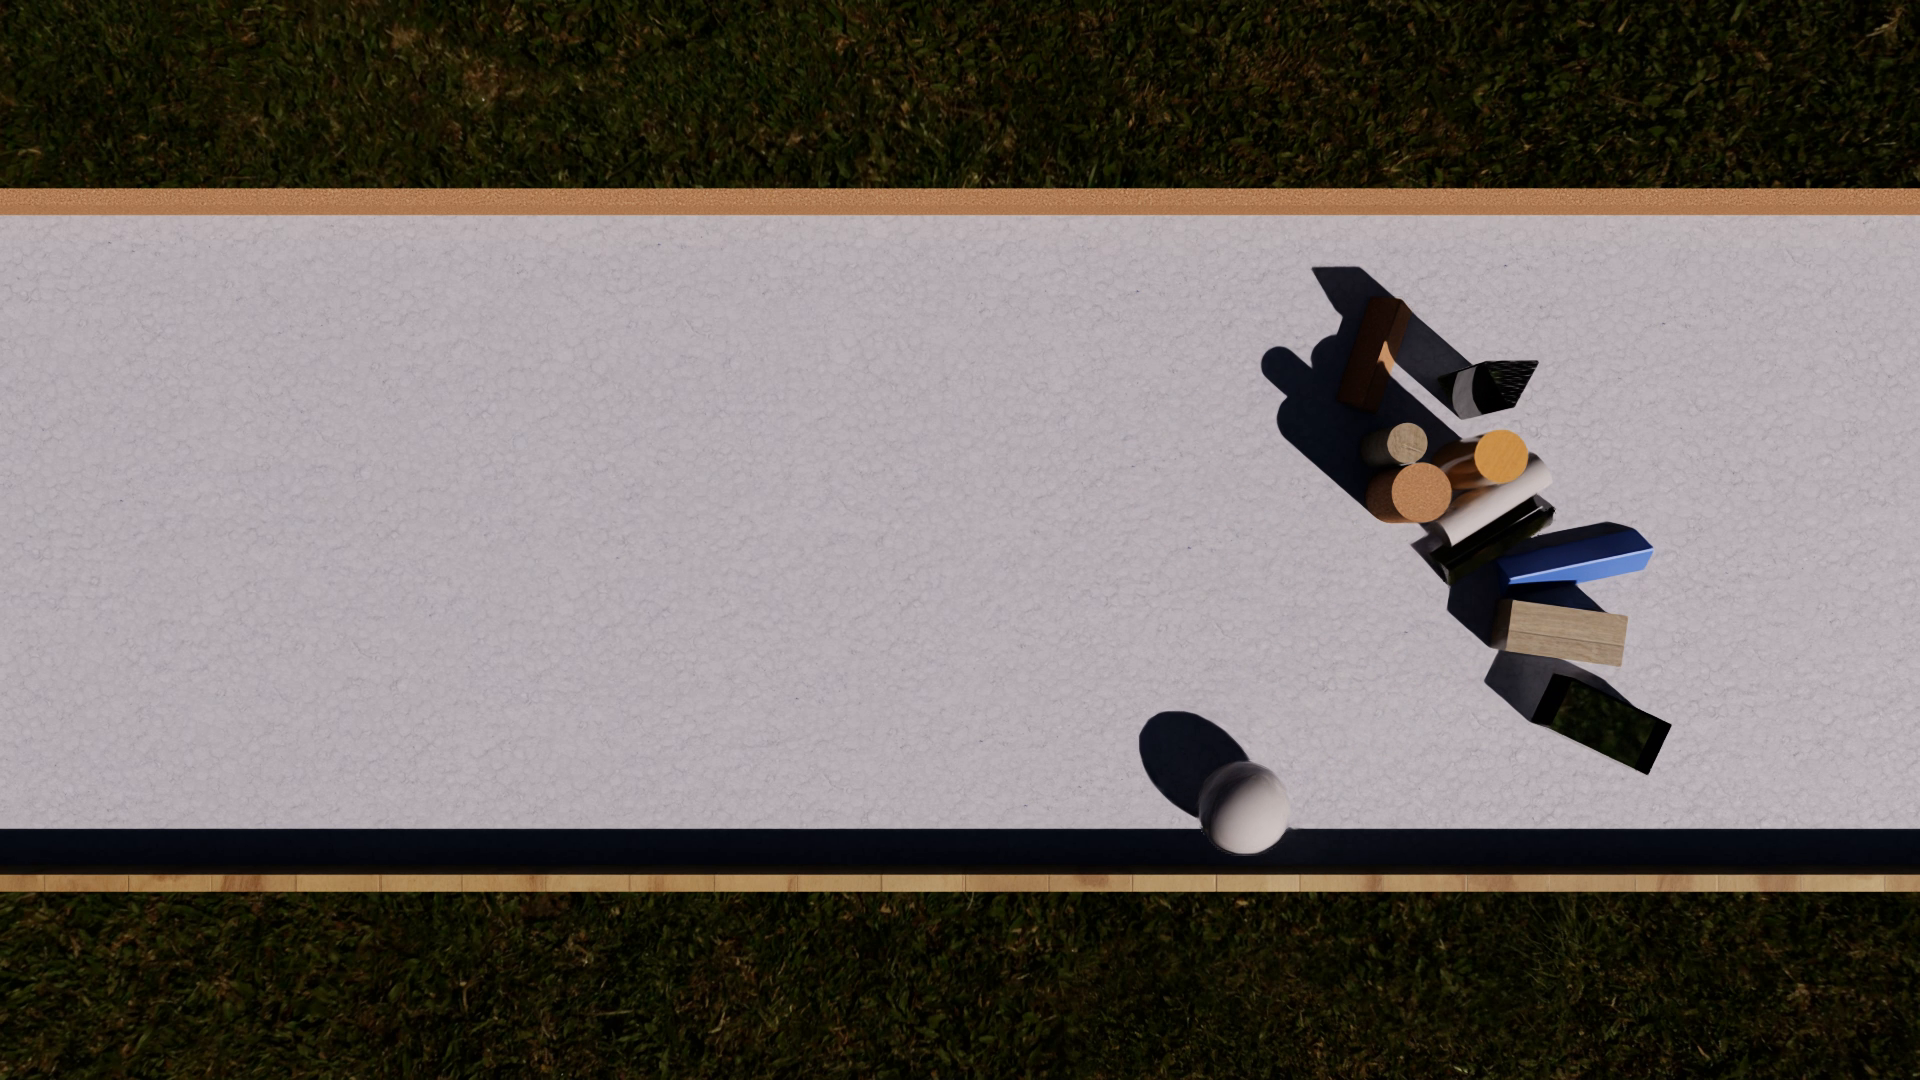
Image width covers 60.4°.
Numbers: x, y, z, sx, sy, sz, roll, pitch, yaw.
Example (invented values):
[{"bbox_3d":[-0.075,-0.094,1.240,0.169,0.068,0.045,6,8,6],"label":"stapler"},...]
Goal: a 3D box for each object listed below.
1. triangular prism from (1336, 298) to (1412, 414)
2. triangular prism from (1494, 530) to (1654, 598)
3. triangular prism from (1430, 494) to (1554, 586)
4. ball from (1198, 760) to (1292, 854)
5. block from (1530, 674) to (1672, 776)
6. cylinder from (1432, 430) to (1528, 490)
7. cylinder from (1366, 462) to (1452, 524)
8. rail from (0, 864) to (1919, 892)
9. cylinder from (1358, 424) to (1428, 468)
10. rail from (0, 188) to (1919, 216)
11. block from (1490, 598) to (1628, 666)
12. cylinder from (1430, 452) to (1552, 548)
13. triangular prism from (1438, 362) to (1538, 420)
[{"bbox_3d":[1.270,-0.566,5.016,0.132,0.114,0.337,19,90,0],"label":"triangular prism"},{"bbox_3d":[1.873,0.074,5.019,0.443,0.108,0.125,-12,90,0],"label":"triangular prism"},{"bbox_3d":[1.633,-0.004,5.024,0.372,0.099,0.114,-31,90,0],"label":"triangular prism"},{"bbox_3d":[0.850,0.801,4.938,0.277,0.277,0.277,0,90,0],"label":"ball"},{"bbox_3d":[1.937,0.556,4.993,0.325,0.168,0.168,25,90,0],"label":"block"},{"bbox_3d":[1.527,-0.231,4.860,0.151,0.429,0.151,0,89,0],"label":"cylinder"},{"bbox_3d":[1.333,-0.137,4.919,0.173,0.316,0.173,0,90,0],"label":"cylinder"},{"bbox_3d":[-2.247,1.025,5.001,12.000,0.150,0.050,0,90,0],"label":"rail"},{"bbox_3d":[1.282,-0.278,4.902,0.116,0.348,0.116,0,90,0],"label":"cylinder"},{"bbox_3d":[-2.247,-1.025,5.002,12.000,0.150,0.050,0,90,0],"label":"rail"},{"bbox_3d":[1.812,0.279,5.000,0.348,0.154,0.154,8,90,0],"label":"block"},{"bbox_3d":[1.613,-0.123,5.018,0.361,0.118,0.118,-32,90,0],"label":"cylinder"},{"bbox_3d":[1.566,-0.467,4.851,0.131,0.452,0.151,-31,90,0],"label":"triangular prism"}]
